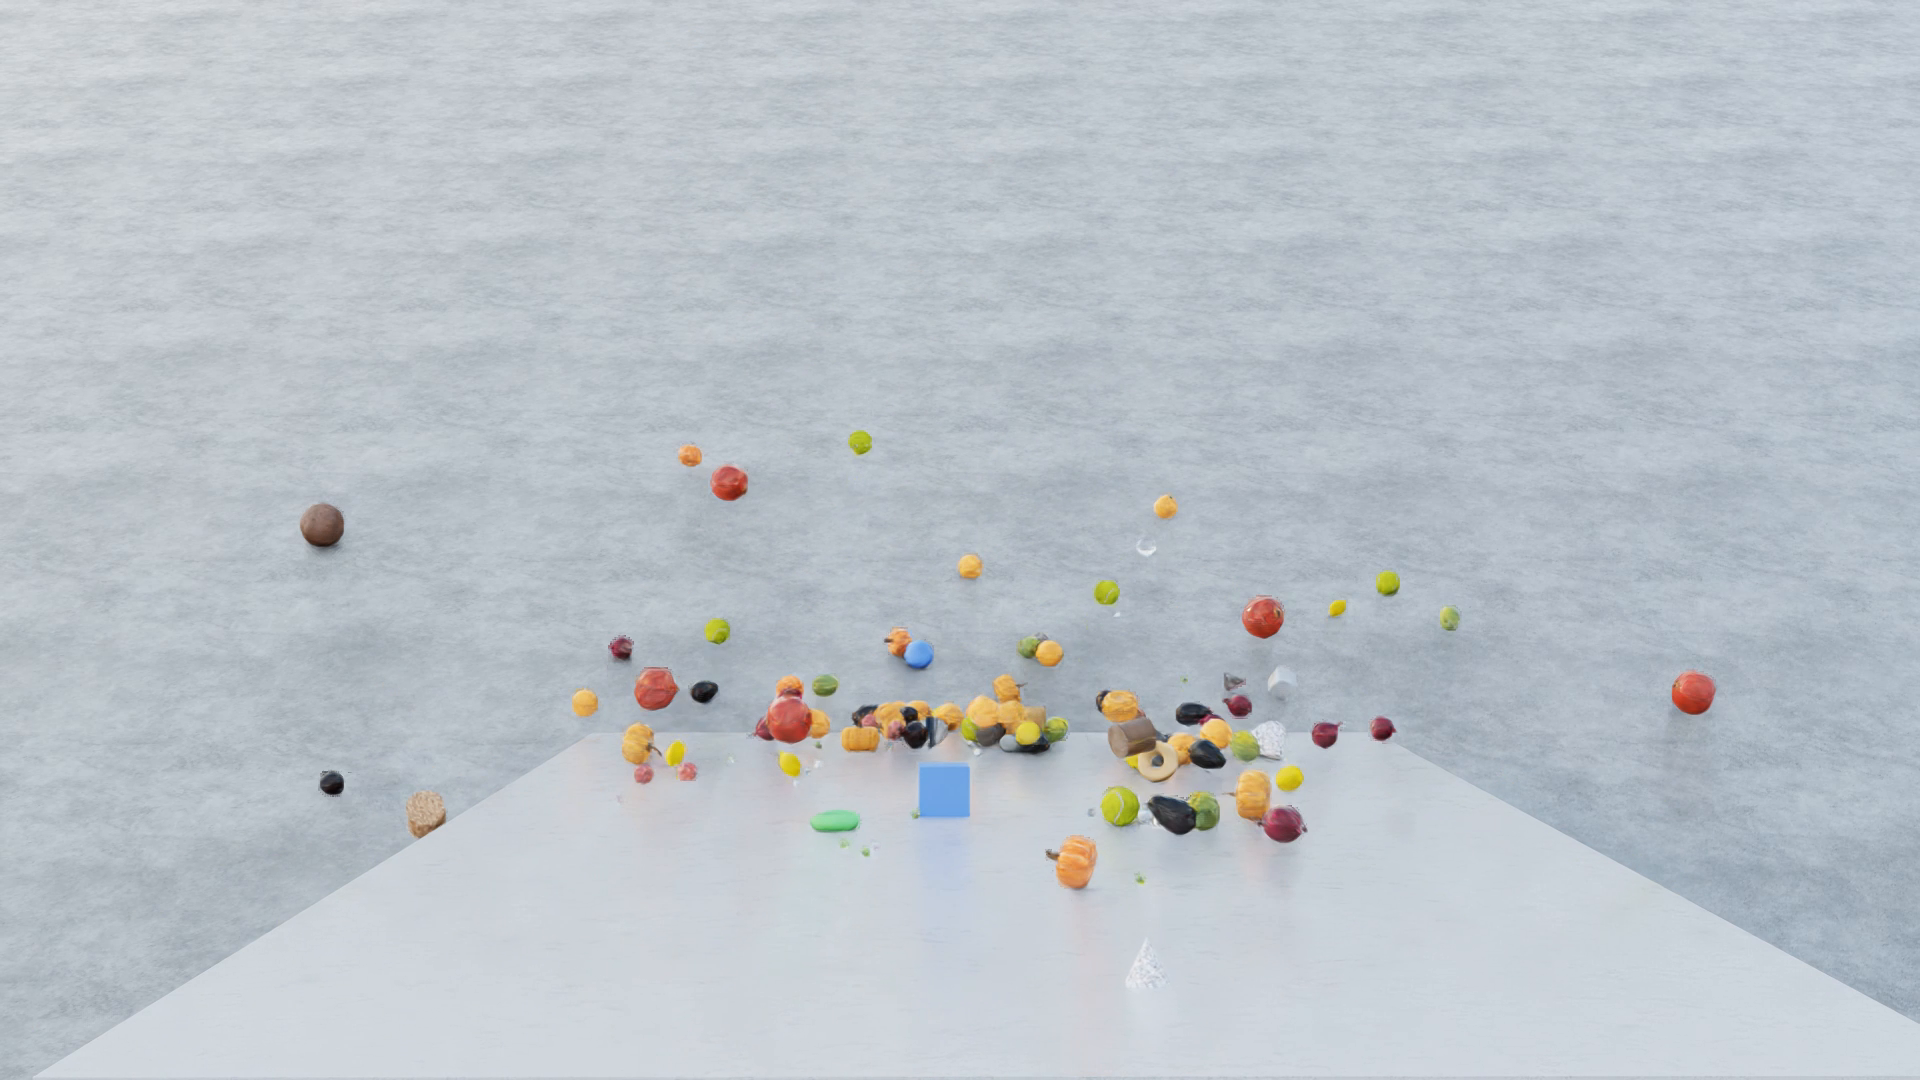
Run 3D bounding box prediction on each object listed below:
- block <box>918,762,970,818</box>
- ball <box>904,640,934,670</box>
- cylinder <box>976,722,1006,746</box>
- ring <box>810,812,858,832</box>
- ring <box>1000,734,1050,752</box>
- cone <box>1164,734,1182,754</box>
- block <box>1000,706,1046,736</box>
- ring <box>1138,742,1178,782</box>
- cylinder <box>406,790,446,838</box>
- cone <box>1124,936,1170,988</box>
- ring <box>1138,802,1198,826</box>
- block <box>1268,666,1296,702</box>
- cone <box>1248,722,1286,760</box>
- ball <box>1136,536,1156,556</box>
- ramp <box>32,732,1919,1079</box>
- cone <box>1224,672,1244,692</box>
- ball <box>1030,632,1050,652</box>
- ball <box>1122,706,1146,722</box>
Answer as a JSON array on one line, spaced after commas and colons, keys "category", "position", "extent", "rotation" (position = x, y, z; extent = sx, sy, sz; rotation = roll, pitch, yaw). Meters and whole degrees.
[{"category": "block", "position": [-0.030, 0.468, 4.844], "extent": [0.092, 0.092, 0.092], "rotation": [0, 1, -2]}, {"category": "ball", "position": [-0.112, 0.314, 7.048], "extent": [0.079, 0.079, 0.079], "rotation": [0, 28, 0]}, {"category": "cylinder", "position": [0.074, 0.468, 6.227], "extent": [0.052, 0.052, 0.052], "rotation": [16, 16, 27]}, {"category": "ring", "position": [-0.224, 0.503, 4.616], "extent": [0.087, 0.029, 0.087], "rotation": [-1, 2, 0]}, {"category": "ring", "position": [0.152, 0.479, 6.101], "extent": [0.118, 0.039, 0.118], "rotation": [-1, 1, 0]}, {"category": "cone", "position": [0.469, 0.487, 5.916], "extent": [0.061, 0.061, 0.061], "rotation": [10, 31, 17]}, {"category": "block", "position": [0.157, 0.455, 6.428], "extent": [0.079, 0.079, 0.079], "rotation": [0, 1, 36]}, {"category": "ring", "position": [0.413, 0.463, 5.399], "extent": [0.088, 0.029, 0.088], "rotation": [-6, 68, 14]}, {"category": "cylinder", "position": [-1.266, 0.653, 6.127], "extent": [0.089, 0.089, 0.089], "rotation": [3, 60, -6]}, {"category": "cone", "position": [0.226, 0.506, 3.116], "extent": [0.057, 0.057, 0.057], "rotation": [0, 1, 0]}, {"category": "ring", "position": [0.377, 0.497, 4.689], "extent": [0.113, 0.038, 0.113], "rotation": [0, -1, 0]}, {"category": "block", "position": [0.860, 0.383, 6.901], "extent": [0.057, 0.057, 0.057], "rotation": [26, 32, -11]}, {"category": "cone", "position": [0.723, 0.479, 5.904], "extent": [0.096, 0.096, 0.096], "rotation": [-9, 30, -17]}, {"category": "ball", "position": [0.551, 0.018, 7.628], "extent": [0.058, 0.058, 0.058], "rotation": [0, 28, 0]}, {"category": "ramp", "position": [0.063, 0.567, 4.607], "extent": [2.000, 0.100, 4.000], "rotation": [0, 1, 0]}, {"category": "cone", "position": [0.738, 0.379, 6.934], "extent": [0.055, 0.055, 0.055], "rotation": [-4, 28, 1]}, {"category": "ball", "position": [0.220, 0.283, 7.131], "extent": [0.055, 0.055, 0.055], "rotation": [0, 28, 0]}, {"category": "ball", "position": [0.457, 0.465, 6.782], "extent": [0.061, 0.061, 0.061], "rotation": [0, 28, 0]}]
